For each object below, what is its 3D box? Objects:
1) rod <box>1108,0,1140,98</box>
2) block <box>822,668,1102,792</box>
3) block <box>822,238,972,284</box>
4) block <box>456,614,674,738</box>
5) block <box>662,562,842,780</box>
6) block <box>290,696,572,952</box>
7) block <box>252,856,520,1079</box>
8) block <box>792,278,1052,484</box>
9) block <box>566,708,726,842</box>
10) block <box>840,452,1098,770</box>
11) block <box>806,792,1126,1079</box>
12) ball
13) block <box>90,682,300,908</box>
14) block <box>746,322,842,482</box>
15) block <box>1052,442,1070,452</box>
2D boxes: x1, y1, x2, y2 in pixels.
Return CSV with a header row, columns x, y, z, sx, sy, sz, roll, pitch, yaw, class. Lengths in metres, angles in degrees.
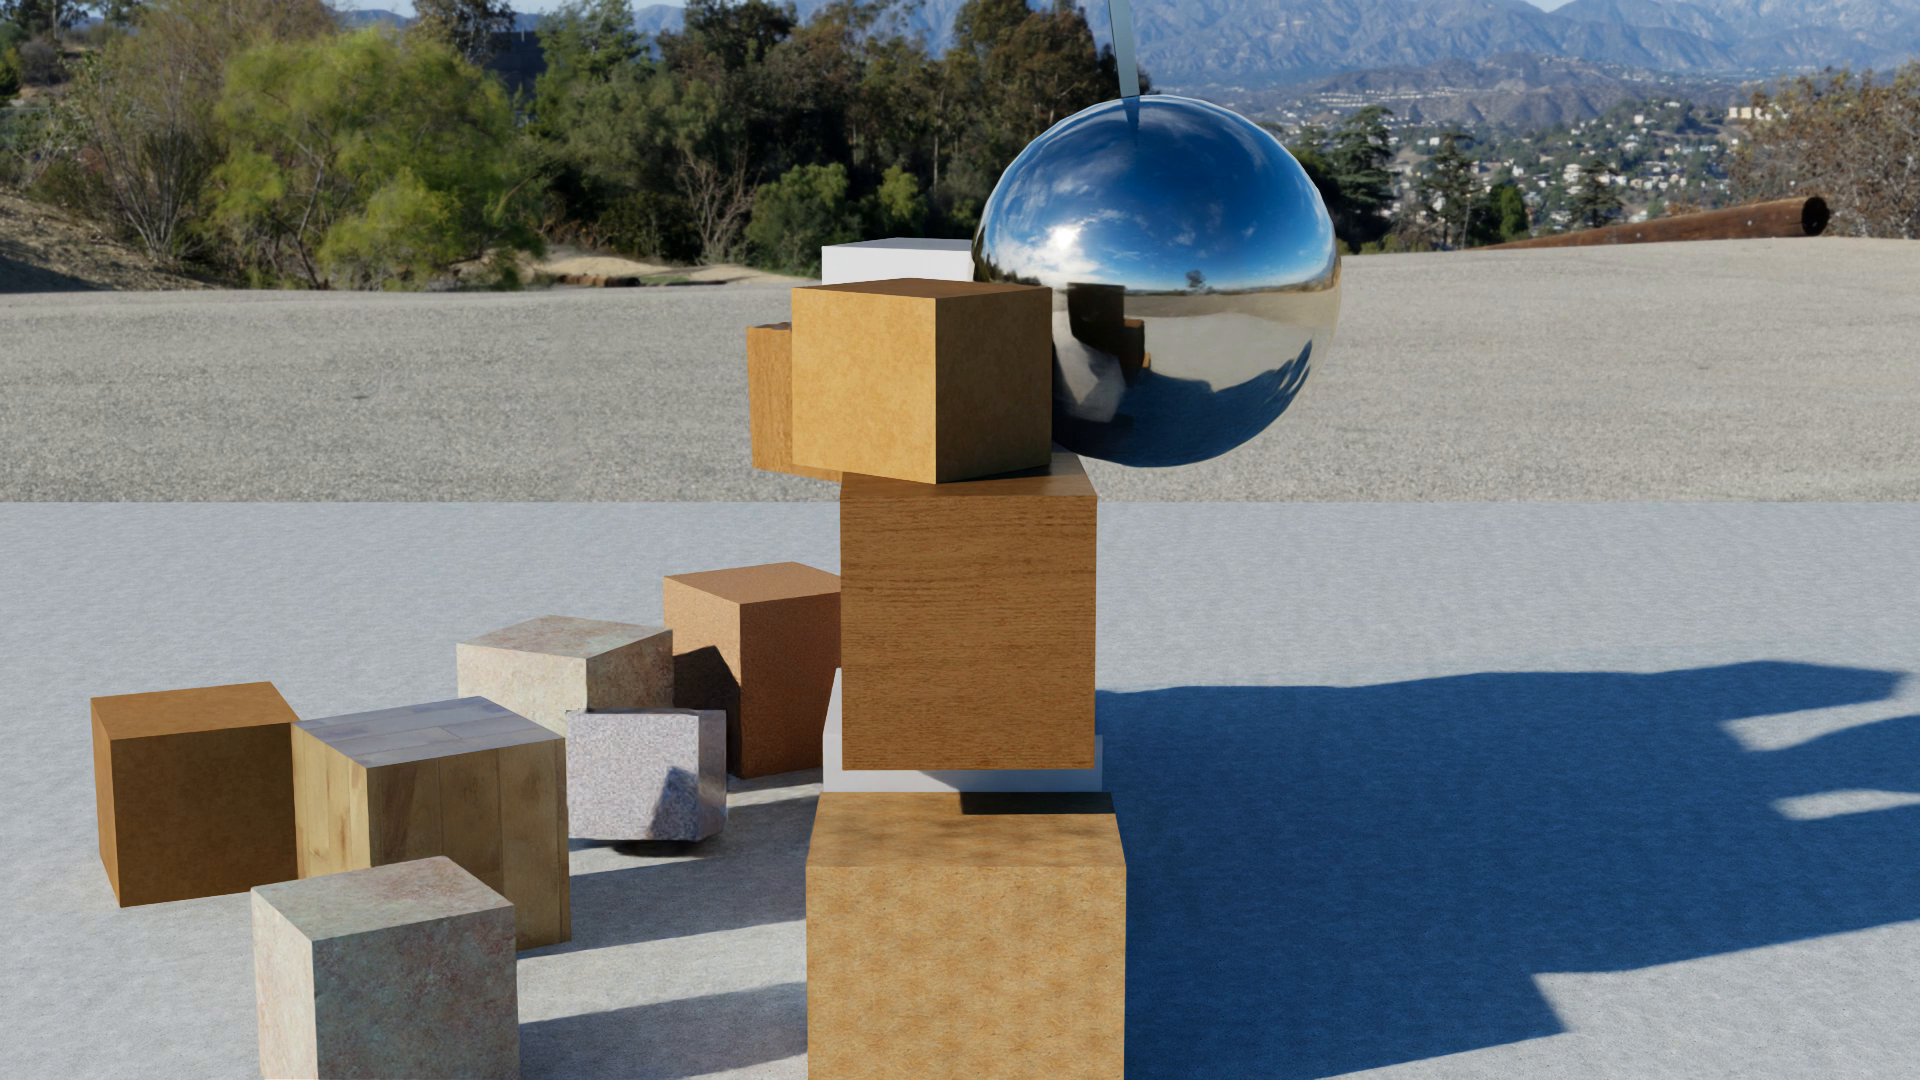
x,y,z,sx,sy,sz,roll,pitch,yaw,class
0.360,-4.410,10.379,0.080,5.200,0.080,-8,10,1,rod
0.010,1.163,10.103,1.033,1.098,1.079,0,10,0,block
-0.119,-1.029,12.365,0.820,0.790,0.749,5,12,26,block
-1.958,0.845,12.817,0.763,0.751,0.762,5,11,26,block
-0.999,0.661,13.404,0.786,0.903,0.855,-7,12,-32,block
-2.182,1.199,10.570,0.840,0.859,0.857,-7,12,-33,block
-2.010,1.576,8.977,0.712,0.688,0.670,-6,12,-31,block
-0.140,-0.606,9.484,0.711,0.655,0.646,9,14,41,block
-1.436,1.069,11.795,0.606,0.562,0.580,0,-1,7,block
0.016,0.237,9.405,0.885,0.974,1.008,0,10,-2,block
0.020,1.449,9.133,1.076,0.882,0.912,0,10,0,block
0.830,-1.097,10.981,1.600,1.600,1.600,0,10,0,ball
-3.385,1.110,11.399,0.794,0.737,0.817,-5,11,-24,block
-0.393,-0.604,10.649,0.712,0.592,0.660,-10,13,-38,block
0.073,0.080,11.220,0.847,0.946,0.855,0,10,-1,block
